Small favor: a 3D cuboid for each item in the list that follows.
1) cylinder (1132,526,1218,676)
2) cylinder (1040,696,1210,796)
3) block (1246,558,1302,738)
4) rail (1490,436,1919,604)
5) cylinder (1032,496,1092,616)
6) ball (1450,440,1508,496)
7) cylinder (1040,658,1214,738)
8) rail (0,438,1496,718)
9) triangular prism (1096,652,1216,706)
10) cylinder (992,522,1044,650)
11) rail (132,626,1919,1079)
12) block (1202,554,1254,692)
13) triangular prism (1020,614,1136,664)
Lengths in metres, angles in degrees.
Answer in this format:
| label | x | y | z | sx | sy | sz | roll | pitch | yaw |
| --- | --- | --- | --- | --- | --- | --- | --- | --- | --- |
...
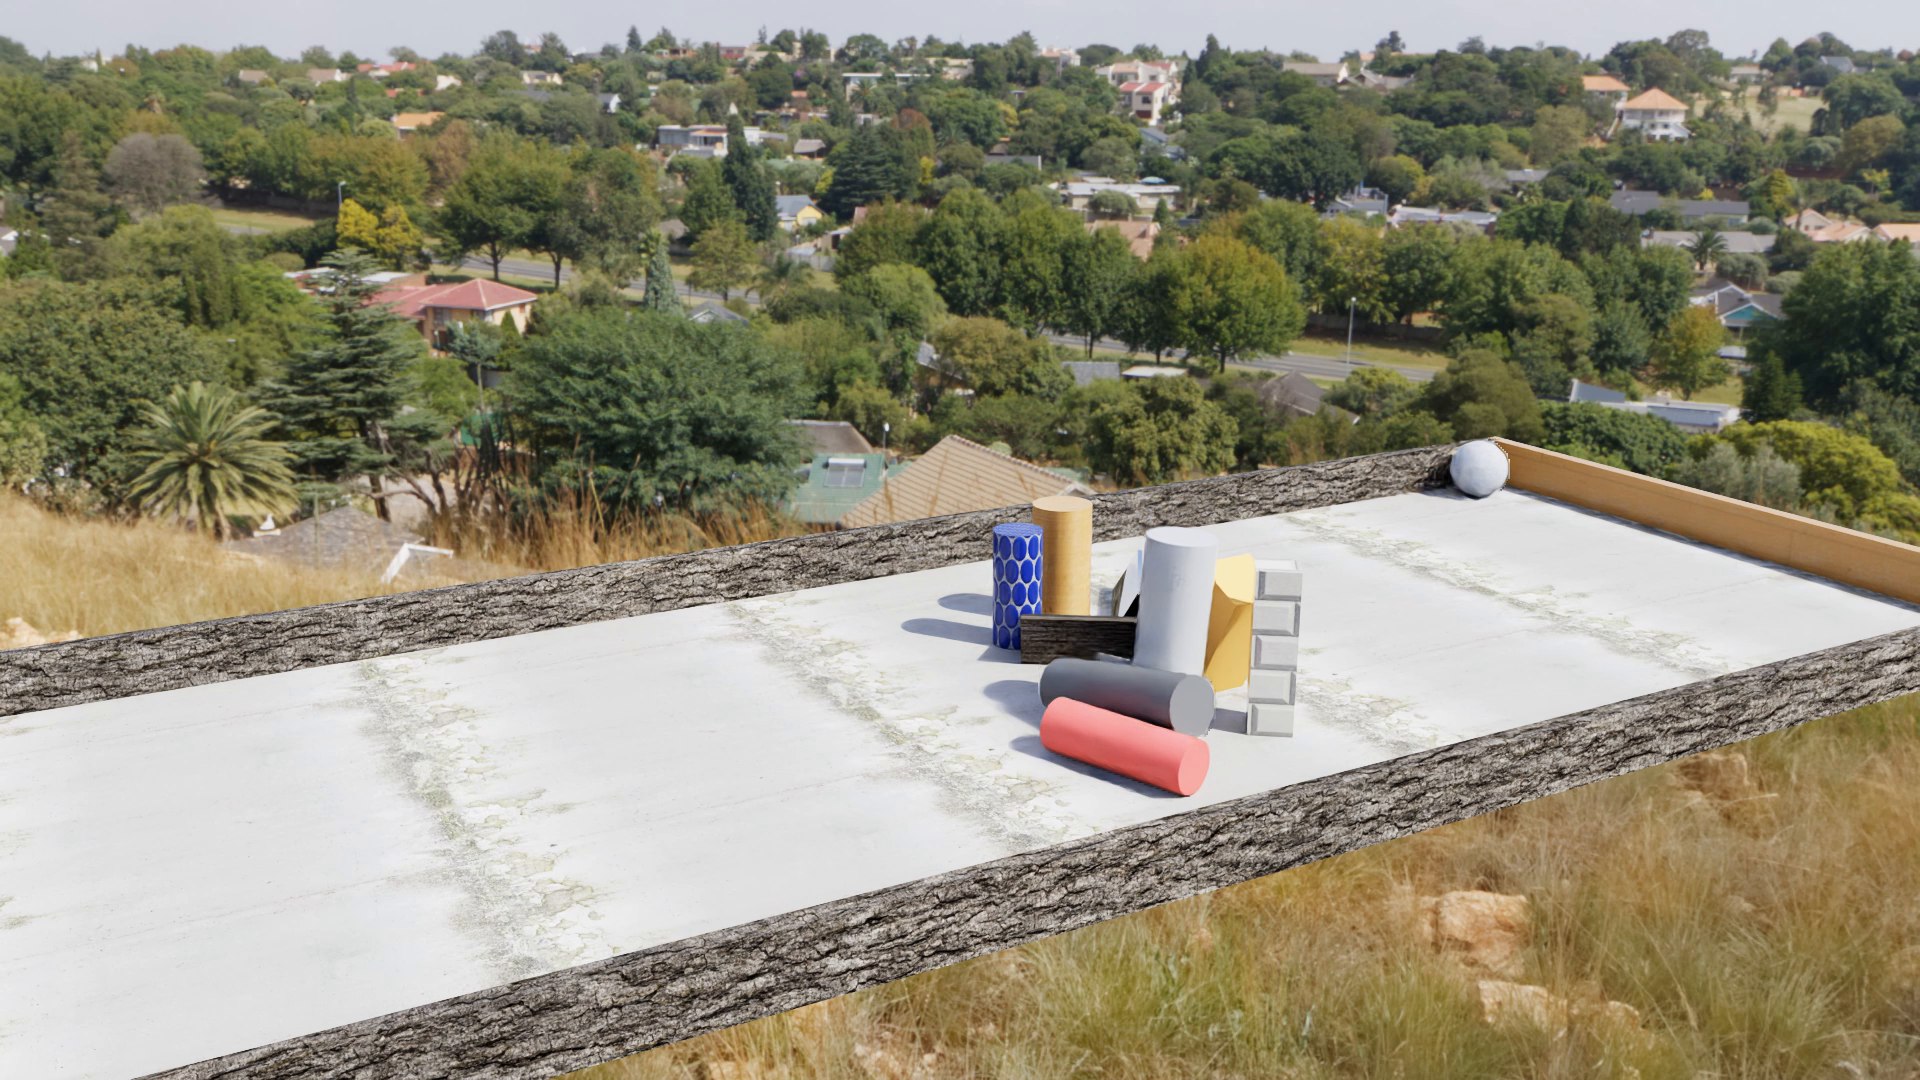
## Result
| label | x | y | z | sx | sy | sz | roll | pitch | yaw |
| --- | --- | --- | --- | --- | --- | --- | --- | --- | --- |
| cylinder | 0.492 | 0.208 | 3.828 | 0.166 | 0.451 | 0.166 | 4 | 16 | -1 |
| cylinder | 0.358 | 0.448 | 3.613 | 0.369 | 0.123 | 0.123 | 14 | 21 | 39 |
| block | 0.723 | 0.248 | 3.803 | 0.104 | 0.398 | 0.104 | 2 | 17 | 8 |
| rail | 2.466 | -0.048 | 5.253 | 0.050 | 0.150 | 2.100 | -9 | 18 | -27 |
| cylinder | 0.282 | 0.058 | 4.573 | 0.165 | 0.329 | 0.165 | 0 | 16 | 0 |
| ball | 1.847 | -0.255 | 5.870 | 0.198 | 0.198 | 0.198 | 0 | 16 | 0 |
| cylinder | 0.374 | 0.356 | 3.756 | 0.140 | 0.140 | 0.427 | -13 | 10 | -37 |
| rail | -3.305 | 0.497 | 3.399 | 12.000 | 0.150 | 0.050 | -9 | 18 | -27 |
| triangular prism | 0.470 | 0.344 | 4.036 | 0.312 | 0.079 | 0.091 | 12 | 20 | 34 |
| cylinder | 0.153 | 0.123 | 4.382 | 0.133 | 0.313 | 0.133 | 0 | 16 | 0 |
| rail | -2.336 | 1.006 | 1.665 | 12.000 | 0.150 | 0.050 | -9 | 18 | -27 |
| block | 0.639 | 0.210 | 4.032 | 0.154 | 0.308 | 0.154 | -10 | 45 | -30 |
| triangular prism | 0.371 | 0.232 | 4.231 | 0.429 | 0.123 | 0.142 | 1 | 60 | 4 |
